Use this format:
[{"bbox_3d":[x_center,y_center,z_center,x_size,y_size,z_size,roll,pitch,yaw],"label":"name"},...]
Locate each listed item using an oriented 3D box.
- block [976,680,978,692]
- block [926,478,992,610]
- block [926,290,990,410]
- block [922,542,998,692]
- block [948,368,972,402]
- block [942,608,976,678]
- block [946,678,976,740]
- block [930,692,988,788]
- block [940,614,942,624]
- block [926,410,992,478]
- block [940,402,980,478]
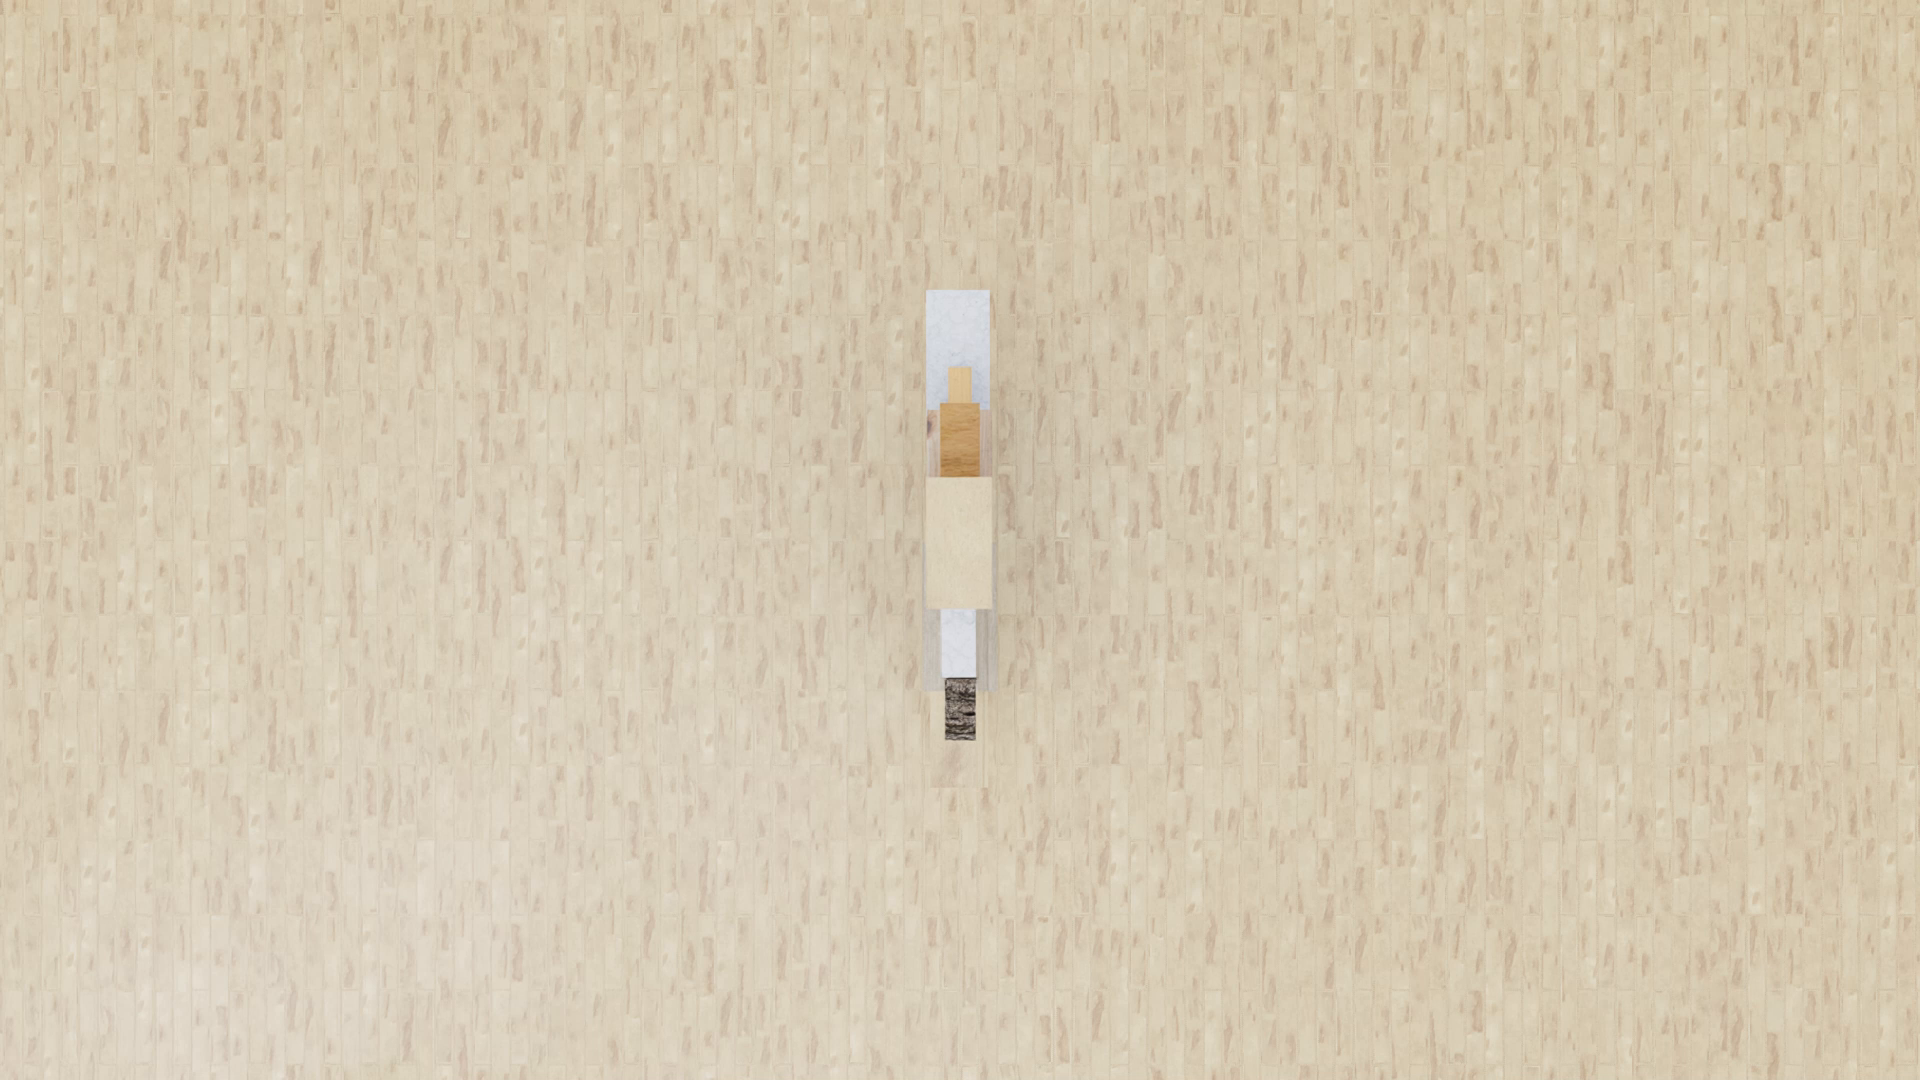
[{"bbox_3d":[0.005,0.343,3.889,0.071,0.142,0.020,0,90,0],"label":"block"},{"bbox_3d":[-0.003,0.007,3.649,0.145,0.041,0.290,0,90,0],"label":"block"},{"bbox_3d":[-0.006,-0.514,4.568,0.175,0.050,0.350,0,90,0],"label":"block"},{"bbox_3d":[0.000,0.184,3.985,0.179,0.051,0.357,0,90,0],"label":"block"},{"bbox_3d":[0.000,-0.400,4.411,0.062,0.017,0.123,0,90,0],"label":"block"},{"bbox_3d":[-0.003,0.236,3.791,0.079,0.022,0.158,0,90,0],"label":"block"},{"bbox_3d":[0.001,0.390,3.807,0.071,0.020,0.142,0,90,0],"label":"block"},{"bbox_3d":[-0.003,0.527,4.605,0.161,0.046,0.321,0,90,0],"label":"block"},{"bbox_3d":[-0.004,0.183,3.881,0.079,0.158,0.022,0,90,0],"label":"block"},{"bbox_3d":[-0.001,-0.167,4.262,0.168,0.048,0.336,0,90,0],"label":"block"},{"bbox_3d":[0.000,-0.238,4.033,0.096,0.027,0.192,0,90,0],"label":"block"}]
